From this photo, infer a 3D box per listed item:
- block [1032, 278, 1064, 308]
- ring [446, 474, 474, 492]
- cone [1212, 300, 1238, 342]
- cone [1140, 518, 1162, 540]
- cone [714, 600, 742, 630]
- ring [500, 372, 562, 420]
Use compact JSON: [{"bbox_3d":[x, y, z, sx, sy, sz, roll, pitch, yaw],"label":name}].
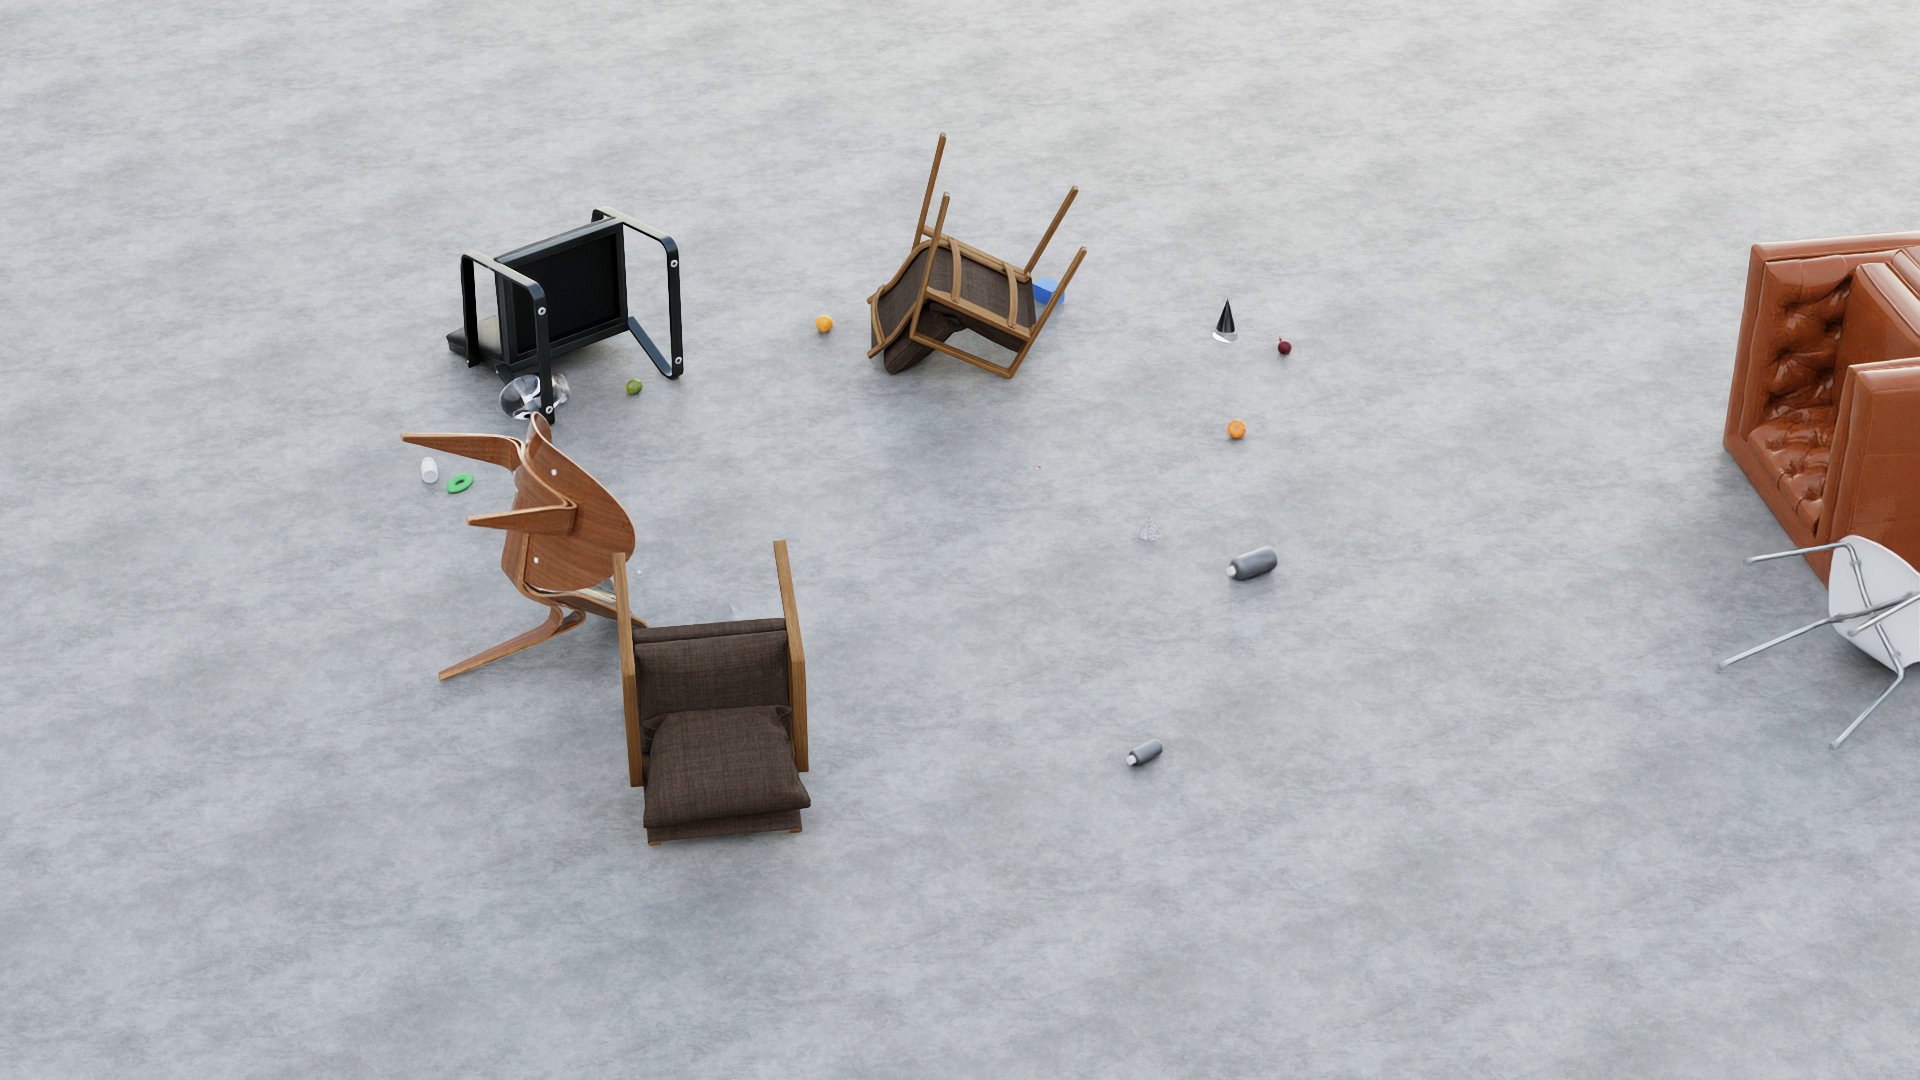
[{"bbox_3d":[0.377,-1.055,12.478,0.111,0.073,0.083,29,43,36],"label":"block"},{"bbox_3d":[-1.920,-0.219,11.256,0.082,0.023,0.136,16,37,21],"label":"ring"},{"bbox_3d":[1.108,-0.926,12.185,0.111,0.182,0.094,23,40,31],"label":"cone"},{"bbox_3d":[0.713,-0.051,10.943,0.086,0.086,0.058,2,33,3],"label":"cone"},{"bbox_3d":[-0.810,0.282,10.475,0.087,0.104,0.177,22,10,-29],"label":"cone"},{"bbox_3d":[-1.694,-0.569,11.579,0.269,0.207,0.110,-13,61,-40],"label":"ring"}]
